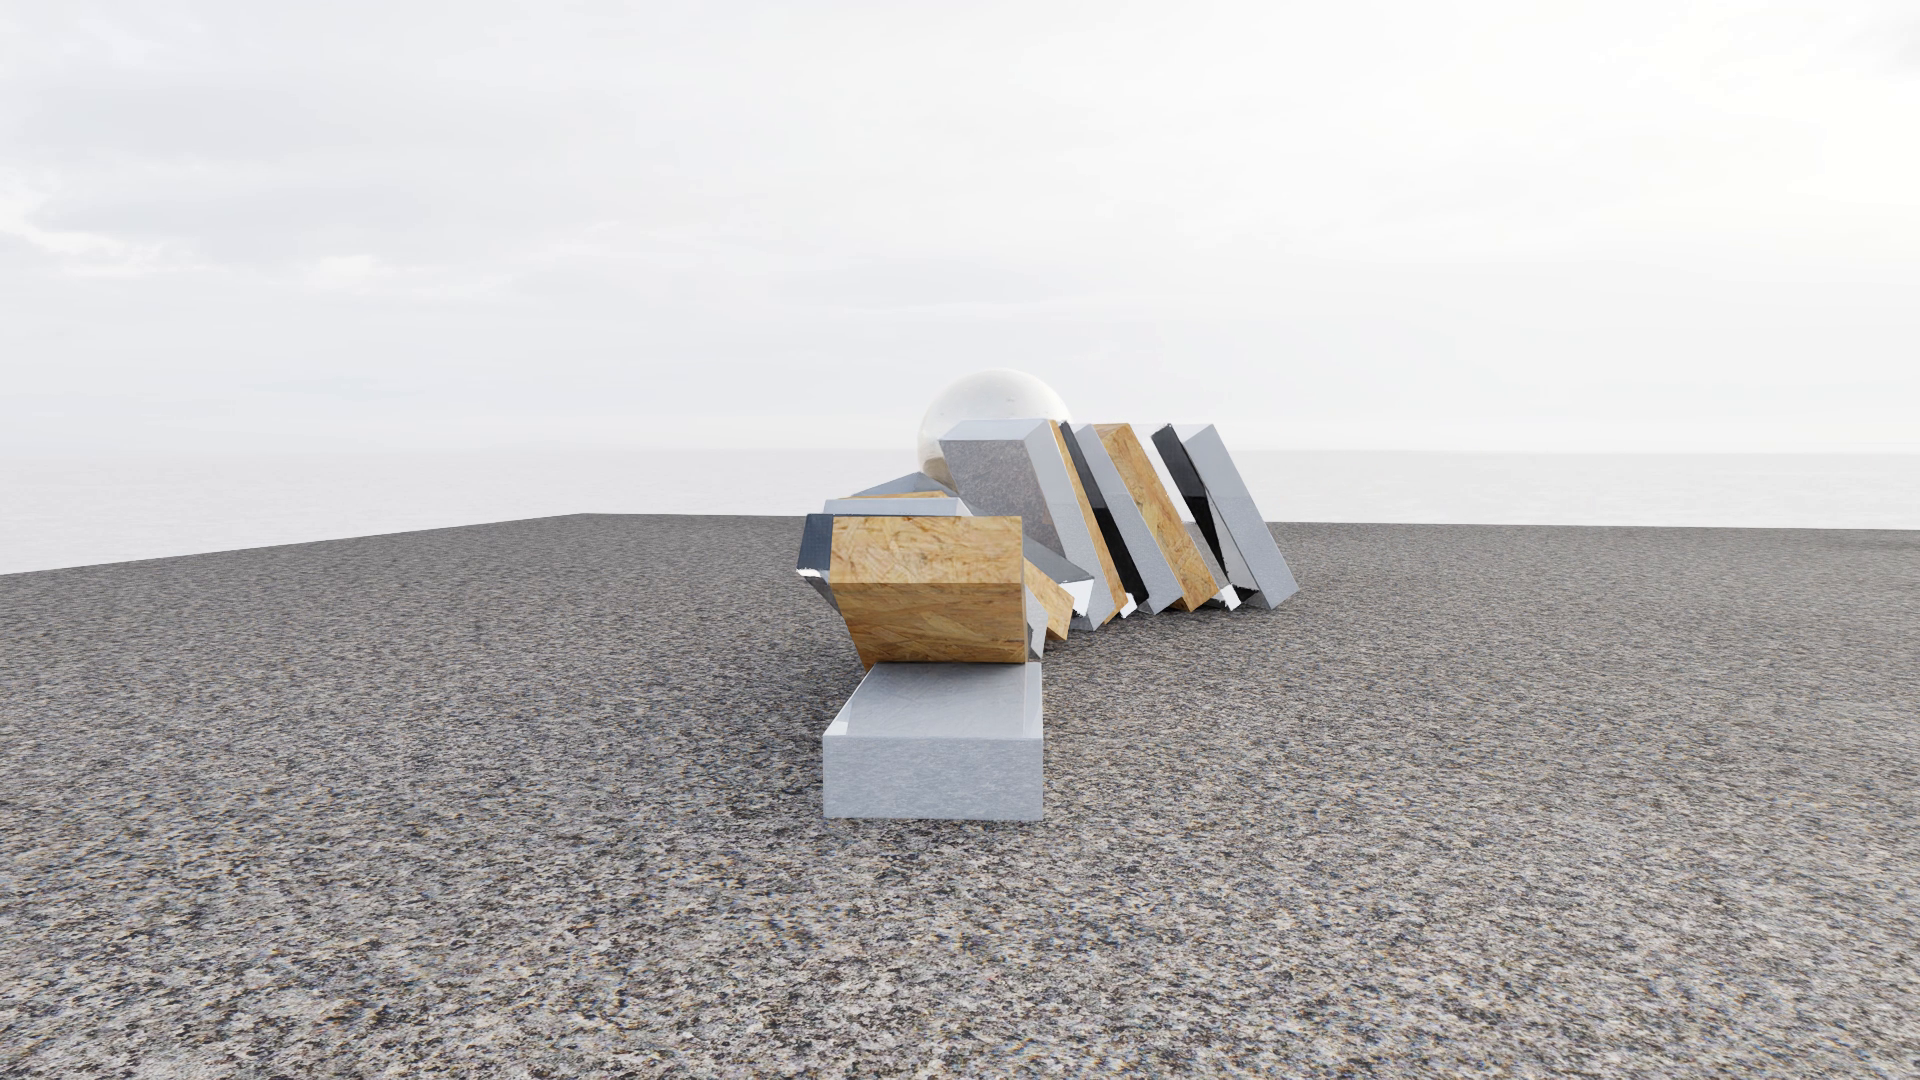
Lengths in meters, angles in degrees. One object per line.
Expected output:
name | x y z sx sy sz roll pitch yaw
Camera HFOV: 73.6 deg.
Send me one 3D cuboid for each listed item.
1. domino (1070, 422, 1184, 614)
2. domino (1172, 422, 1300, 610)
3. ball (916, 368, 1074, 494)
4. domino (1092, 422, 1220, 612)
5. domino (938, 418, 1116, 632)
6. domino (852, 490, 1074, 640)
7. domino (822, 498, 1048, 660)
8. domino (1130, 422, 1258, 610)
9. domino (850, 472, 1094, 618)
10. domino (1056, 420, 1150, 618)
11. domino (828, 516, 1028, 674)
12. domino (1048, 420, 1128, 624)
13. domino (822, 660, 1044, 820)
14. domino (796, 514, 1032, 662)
domino | 0.036 -0.006 0.327 0.009 0.050 0.025 -33 13 -13
domino | 0.068 -0.007 0.337 0.009 0.050 0.025 -33 13 -13
ball | 0.019 -0.045 0.633 0.080 0.080 0.080 0 4 0
domino | 0.046 -0.006 0.332 0.009 0.050 0.025 -33 13 -13
domino | 0.016 -0.003 0.291 0.025 0.050 0.009 4 36 43
domino | -0.001 0.006 0.256 0.025 0.010 0.050 -2 -26 36
domino | -0.004 0.008 0.236 0.025 0.009 0.050 0 -26 23
domino | 0.057 -0.006 0.335 0.009 0.050 0.025 -33 13 -13
domino | 0.002 0.003 0.275 0.050 0.010 0.025 30 -27 -30
domino | 0.026 -0.005 0.317 0.009 0.050 0.025 -36 21 -24
domino | -0.003 0.012 0.191 0.025 0.009 0.050 0 -24 4
domino | 0.020 -0.004 0.304 0.009 0.050 0.025 -39 27 -31
domino | -0.002 0.025 0.170 0.025 0.009 0.050 0 4 3
domino | -0.006 0.011 0.216 0.025 0.010 0.050 1 -23 17
